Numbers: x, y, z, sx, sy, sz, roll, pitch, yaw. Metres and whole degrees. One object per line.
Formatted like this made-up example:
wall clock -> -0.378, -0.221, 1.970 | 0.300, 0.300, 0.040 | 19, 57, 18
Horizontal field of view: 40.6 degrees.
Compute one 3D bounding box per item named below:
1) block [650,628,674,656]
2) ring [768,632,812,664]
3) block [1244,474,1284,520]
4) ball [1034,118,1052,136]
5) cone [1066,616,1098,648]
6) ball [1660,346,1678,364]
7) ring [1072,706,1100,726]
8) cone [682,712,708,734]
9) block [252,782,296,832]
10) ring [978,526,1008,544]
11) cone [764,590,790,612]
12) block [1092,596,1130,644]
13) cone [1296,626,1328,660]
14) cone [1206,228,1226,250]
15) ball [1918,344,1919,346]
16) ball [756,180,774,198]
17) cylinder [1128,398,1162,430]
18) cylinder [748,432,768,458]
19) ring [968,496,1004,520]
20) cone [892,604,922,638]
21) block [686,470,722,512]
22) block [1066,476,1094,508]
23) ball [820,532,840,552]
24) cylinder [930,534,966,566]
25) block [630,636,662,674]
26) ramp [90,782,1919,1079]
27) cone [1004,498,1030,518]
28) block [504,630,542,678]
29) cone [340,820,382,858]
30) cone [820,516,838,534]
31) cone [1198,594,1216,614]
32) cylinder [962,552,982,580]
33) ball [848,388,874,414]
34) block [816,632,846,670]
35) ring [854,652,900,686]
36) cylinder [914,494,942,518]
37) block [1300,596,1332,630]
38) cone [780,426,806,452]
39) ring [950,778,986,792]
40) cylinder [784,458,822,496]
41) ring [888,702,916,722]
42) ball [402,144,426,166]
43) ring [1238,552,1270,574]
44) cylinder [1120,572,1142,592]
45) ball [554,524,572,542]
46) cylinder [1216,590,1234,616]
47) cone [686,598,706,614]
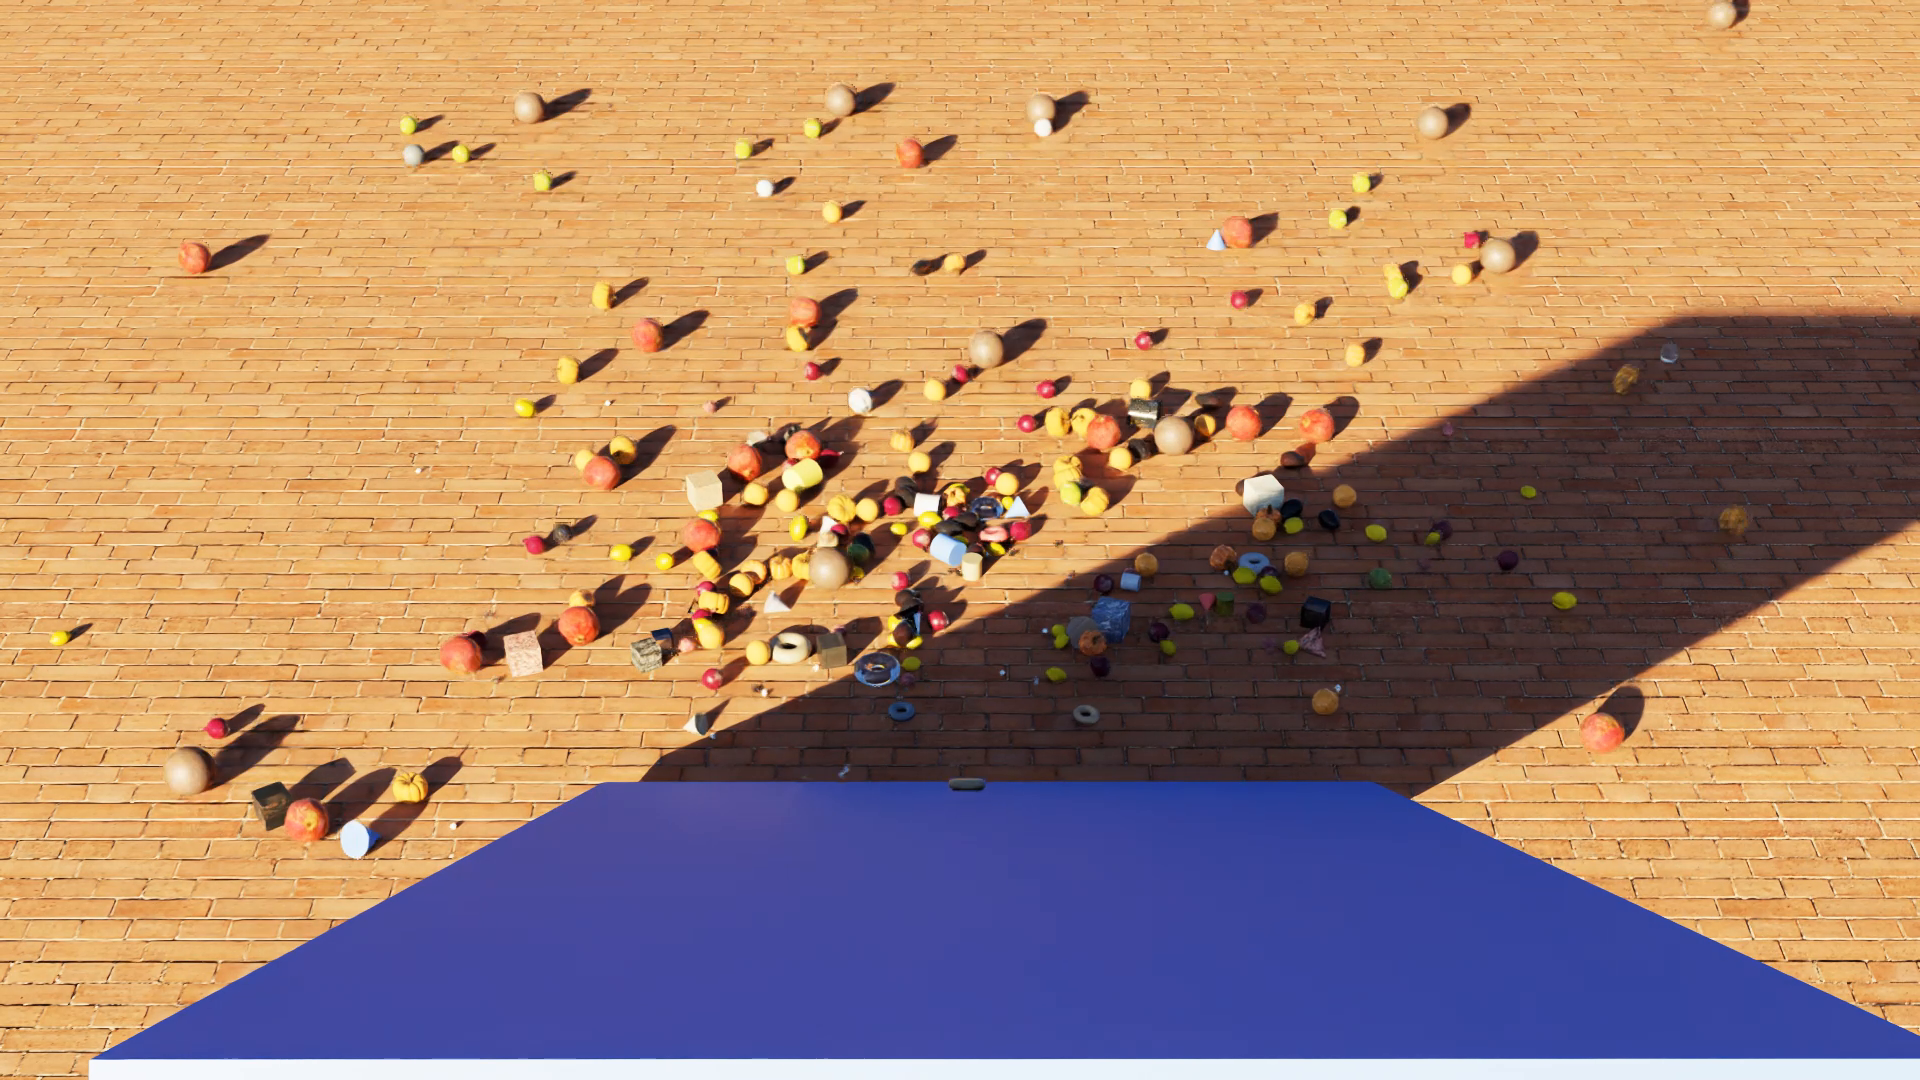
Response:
block -> -0.846, 0.290, 7.381 | 0.053, 0.053, 0.053 | -12, 35, -18
ring -> -0.483, 0.307, 7.365 | 0.126, 0.042, 0.126 | -1, 32, 0
block -> 0.936, -0.134, 7.998 | 0.091, 0.091, 0.091 | -12, 35, -17
ball -> 0.334, -1.643, 10.333 | 0.072, 0.072, 0.072 | 0, 33, 0
cone -> 0.344, 0.259, 7.439 | 0.095, 0.095, 0.095 | -4, 7, -6
ball -> 2.403, -0.629, 8.786 | 0.061, 0.061, 0.061 | 0, 33, 0
ring -> 0.346, 0.481, 7.114 | 0.077, 0.026, 0.077 | 1, 34, -1
cone -> -0.732, 0.505, 7.073 | 0.064, 0.064, 0.064 | -15, 25, 29
block -> -1.784, 0.691, 6.740 | 0.080, 0.080, 0.080 | -20, 38, -28
ring -> 0.103, -0.015, 7.854 | 0.093, 0.031, 0.093 | -7, 18, 2
cone -> -0.524, 0.191, 7.552 | 0.072, 0.072, 0.072 | 23, 30, -14
block -> 0.433, 0.228, 7.443 | 0.089, 0.089, 0.089 | 12, 35, 17
cone -> 1.017, 0.306, 7.370 | 0.087, 0.087, 0.087 | -25, 67, -33
cone -> 0.942, -1.111, 9.516 | 0.071, 0.071, 0.071 | 0, 33, 0
ball -> 3.306, -0.665, 8.822 | 0.082, 0.082, 0.082 | 0, 33, 0
ball -> -0.742, -1.337, 9.867 | 0.068, 0.068, 0.068 | 0, 33, 0
cylinder -> 0.599, -0.410, 8.420 | 0.092, 0.092, 0.092 | 8, 34, 15
cylinder -> -0.646, -0.305, 8.279 | 0.059, 0.059, 0.059 | 1, 45, -1
ring -> 0.080, -0.097, 7.992 | 0.109, 0.036, 0.109 | -1, 33, 1
cone -> -0.136, 0.242, 7.440 | 0.092, 0.092, 0.092 | -22, -2, -1
block -> -0.791, -0.153, 8.033 | 0.085, 0.085, 0.085 | -14, 36, -21
block -> 0.373, -0.150, 8.049 | 0.062, 0.062, 0.062 | -19, 37, -26
ball -> -0.393, 0.004, 7.811 | 0.063, 0.063, 0.063 | 0, 33, 0
cylinder -> -0.035, 0.029, 7.760 | 0.077, 0.077, 0.077 | 27, 42, 35
block -> -0.885, 0.325, 7.317 | 0.065, 0.065, 0.065 | -17, 37, -25
ramp -> 0.073, 0.641, 4.757 | 2.000, 0.100, 4.000 | 0, -1, 0
cone -> 0.167, -0.087, 7.980 | 0.071, 0.071, 0.071 | -32, 37, 1
block -> -1.230, 0.321, 7.303 | 0.086, 0.086, 0.086 | -11, 35, -17
cone -> -1.521, 0.764, 6.663 | 0.096, 0.096, 0.096 | 21, 12, 28
cone -> -0.410, -0.035, 7.907 | 0.054, 0.054, 0.054 | 26, 68, 34
cone -> 0.721, 0.192, 7.558 | 0.054, 0.054, 0.054 | 4, 60, 6
cylinder -> 0.036, 0.079, 7.699 | 0.060, 0.060, 0.060 | 0, 33, 0
ball -> -0.324, -0.457, 8.500 | 0.084, 0.084, 0.084 | 0, 33, 0
block -> -0.363, 0.313, 7.330 | 0.070, 0.070, 0.070 | -9, 34, -13
ring -> -0.233, 0.362, 7.279 | 0.132, 0.044, 0.132 | -1, 34, 1
cylinder -> -0.098, -0.105, 7.971 | 0.072, 0.072, 0.072 | 4, 33, 13
block -> 1.026, 0.213, 7.487 | 0.066, 0.066, 0.066 | 15, 36, 22
cone -> -0.553, -0.320, 8.331 | 0.086, 0.086, 0.086 | -8, 21, 43
ring -> 0.019, 0.609, 6.457 | 0.090, 0.030, 0.090 | -1, -3, 0
cylinder -> -0.491, -0.197, 8.098 | 0.087, 0.087, 0.087 | 24, 40, 32
ring -> -0.161, 0.471, 7.129 | 0.077, 0.026, 0.077 | -1, 34, 0
ball -> -2.126, -1.500, 10.098 | 0.087, 0.087, 0.087 | 0, 33, 0
ring -> 0.877, 0.069, 7.741 | 0.095, 0.032, 0.095 | 0, 32, 0
cylinder -> 0.504, 0.124, 7.639 | 0.050, 0.050, 0.050 | 9, 34, 14
ball -> -1.203, -0.023, 7.859 | 0.055, 0.055, 0.055 | 0, 33, 0
cylinder -> 0.770, 0.185, 7.543 | 0.054, 0.054, 0.054 | 0, 33, 0
cone -> -0.761, 0.202, 7.544 | 0.053, 0.053, 0.053 | 25, 32, -11
